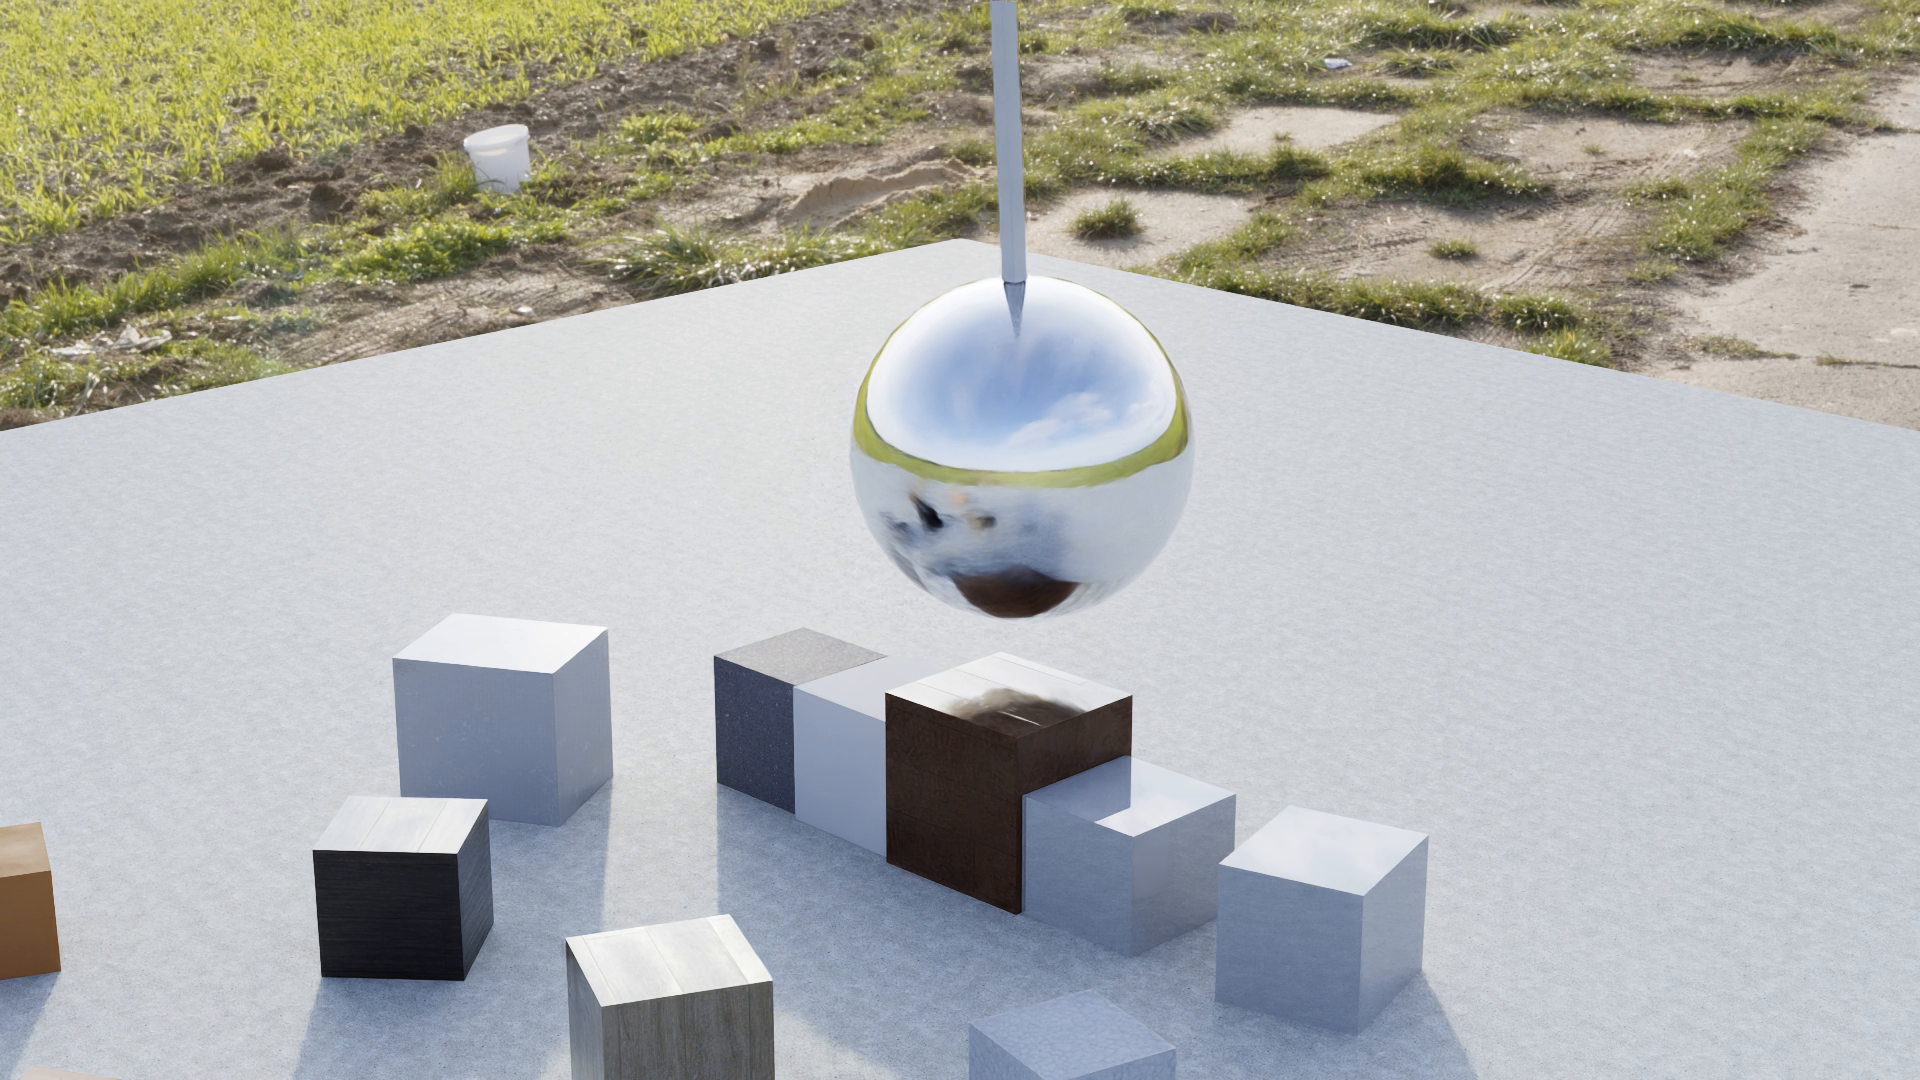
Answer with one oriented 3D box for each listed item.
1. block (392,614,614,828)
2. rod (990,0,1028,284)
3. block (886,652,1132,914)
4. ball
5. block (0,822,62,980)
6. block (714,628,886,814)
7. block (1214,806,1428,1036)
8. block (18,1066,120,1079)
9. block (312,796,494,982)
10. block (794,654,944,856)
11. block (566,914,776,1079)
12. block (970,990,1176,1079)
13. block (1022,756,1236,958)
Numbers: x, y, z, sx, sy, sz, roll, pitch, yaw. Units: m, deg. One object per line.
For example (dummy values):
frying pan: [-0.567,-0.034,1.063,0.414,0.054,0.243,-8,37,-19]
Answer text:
block: [-2.216,0.866,14.289,0.825,0.779,0.683,5,18,15]
rod: [0.123,-3.611,12.336,0.080,5.200,0.080,17,28,42]
block: [0.222,1.098,13.448,0.827,0.842,0.764,16,24,42]
ball: [0.284,-0.423,13.507,1.600,1.600,1.600,0,17,0]
block: [-4.206,1.568,12.577,0.590,0.467,0.560,-7,19,-20]
block: [-0.780,0.883,14.423,0.595,0.667,0.607,-17,24,-42]
block: [1.517,1.581,12.275,0.637,0.623,0.717,10,20,28]
block: [-3.045,2.272,10.030,0.618,0.651,0.615,5,18,16]
block: [-2.385,1.493,12.615,0.614,0.587,0.585,1,17,3]
block: [-0.321,1.019,13.978,0.663,0.674,0.666,-16,24,-42]
block: [-1.119,1.892,11.313,0.658,0.607,0.626,-6,18,-19]
block: [0.411,2.074,10.856,0.543,0.533,0.563,-10,20,-29]
block: [0.745,1.389,12.982,0.651,0.565,0.682,17,24,42]
